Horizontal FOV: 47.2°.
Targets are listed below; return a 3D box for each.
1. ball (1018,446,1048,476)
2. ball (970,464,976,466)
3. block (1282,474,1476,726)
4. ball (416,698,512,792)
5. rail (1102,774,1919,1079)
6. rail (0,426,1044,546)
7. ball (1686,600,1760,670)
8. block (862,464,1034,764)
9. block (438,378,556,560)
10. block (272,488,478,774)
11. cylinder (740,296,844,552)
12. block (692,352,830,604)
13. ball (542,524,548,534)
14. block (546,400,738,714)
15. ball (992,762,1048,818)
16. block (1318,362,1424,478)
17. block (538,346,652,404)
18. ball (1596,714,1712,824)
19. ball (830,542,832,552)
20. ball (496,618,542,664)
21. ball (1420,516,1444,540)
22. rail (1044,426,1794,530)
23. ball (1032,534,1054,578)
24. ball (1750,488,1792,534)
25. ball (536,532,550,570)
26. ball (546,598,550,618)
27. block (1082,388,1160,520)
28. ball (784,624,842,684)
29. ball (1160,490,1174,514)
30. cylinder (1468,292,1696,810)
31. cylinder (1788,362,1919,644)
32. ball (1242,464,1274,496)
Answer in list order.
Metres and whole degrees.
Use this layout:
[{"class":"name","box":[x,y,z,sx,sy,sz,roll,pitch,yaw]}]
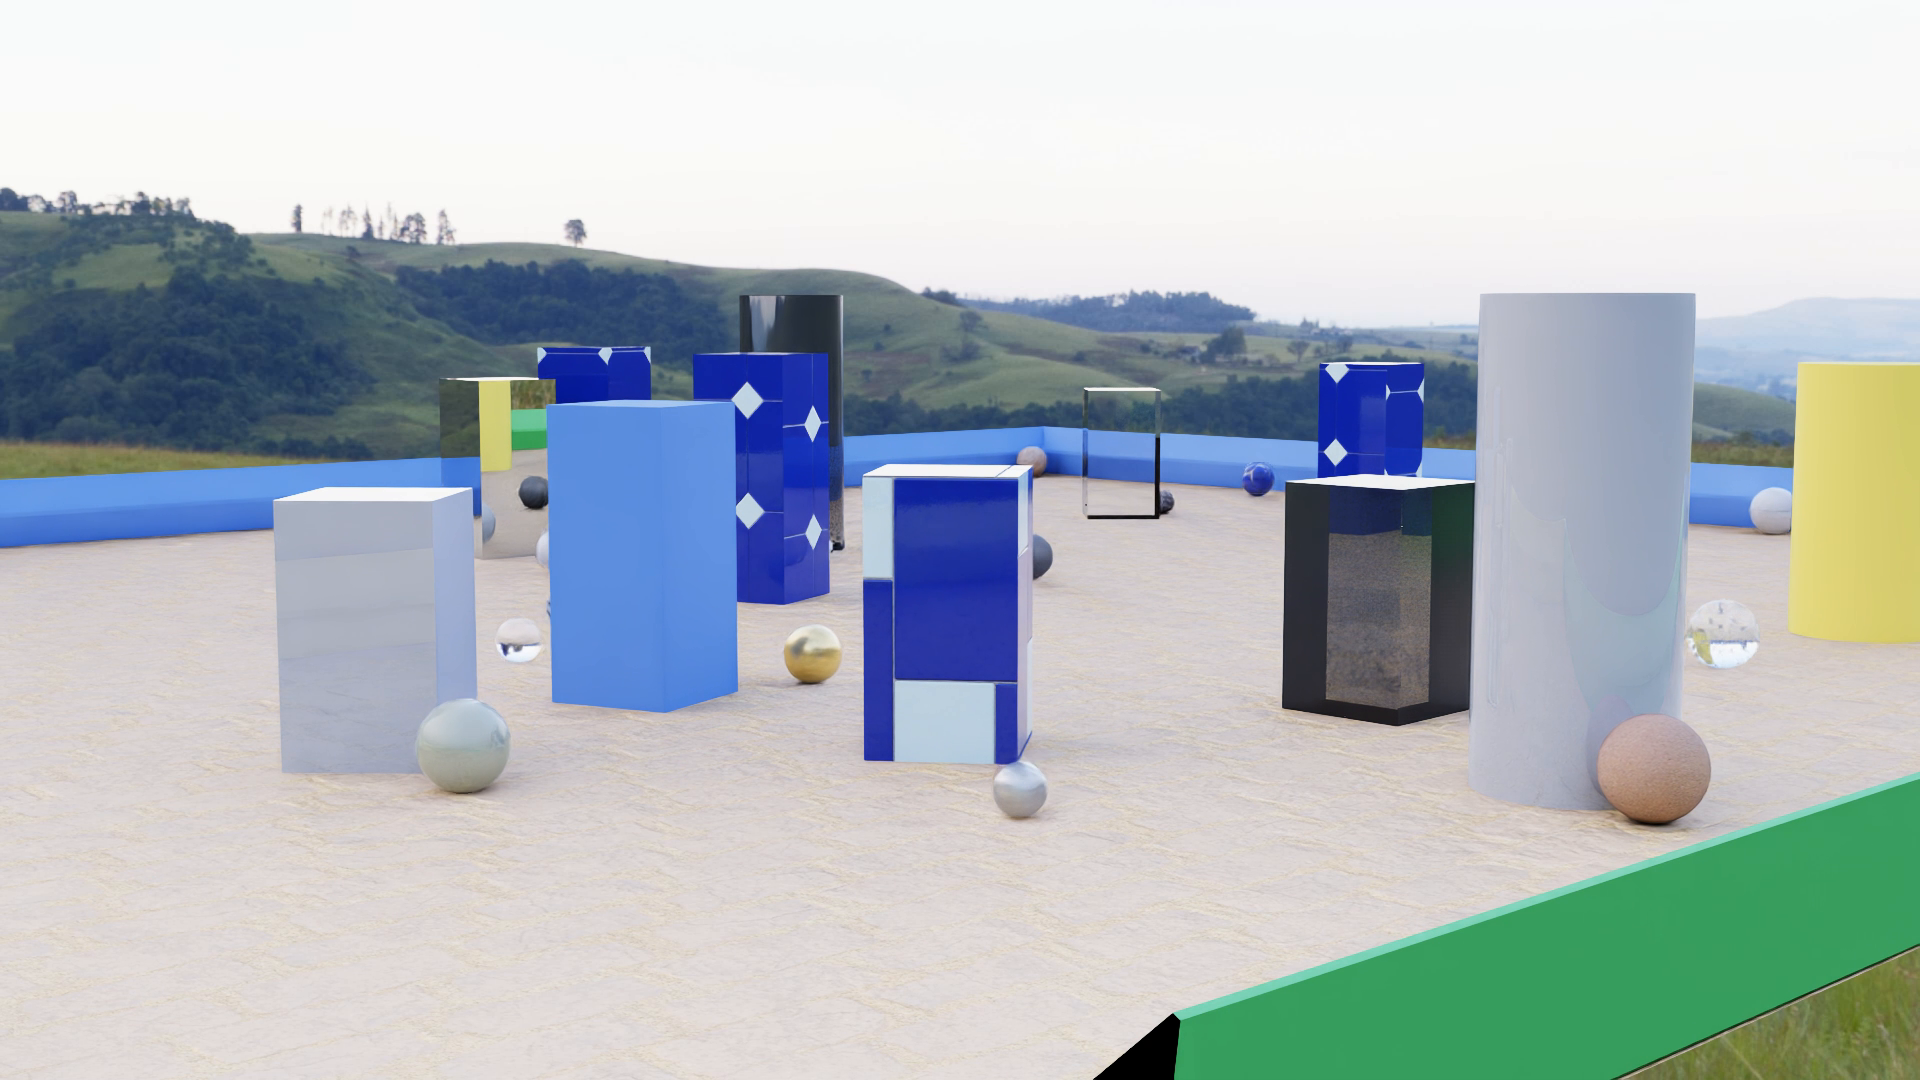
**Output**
[{"class":"ball","box":[0.192,-0.208,5.817,0.082,0.082,0.082,0,6,0]},{"class":"ball","box":[0.035,-0.172,5.650,0.045,0.045,0.045,0,6,0]},{"class":"block","box":[0.467,0.062,2.441,0.152,0.254,0.152,6,8,45]},{"class":"ball","box":[-0.458,0.189,2.030,0.087,0.087,0.087,0,6,0]},{"class":"rail","box":[1.196,0.168,2.043,3.916,0.124,0.045,-6,8,-42]},{"class":"rail","box":[-1.196,-0.104,4.621,3.916,0.124,0.045,-6,8,-42]},{"class":"ball","box":[0.945,0.117,2.720,0.086,0.086,0.086,0,6,0]},{"class":"block","box":[-0.010,0.071,2.222,0.152,0.282,0.152,1,6,7]},{"class":"block","box":[-0.837,-0.134,3.992,0.152,0.317,0.152,-5,8,-40]},{"class":"block","box":[-0.574,0.085,2.174,0.152,0.263,0.152,0,6,2]},{"class":"cylinder","box":[-0.310,-0.217,4.069,0.191,0.467,0.191,0,6,0]},{"class":"block","box":[-0.304,-0.099,3.389,0.152,0.375,0.152,3,7,23]},{"class":"ball","box":[-0.678,0.000,3.805,0.090,0.090,0.090,0,6,0]},{"class":"block","box":[-0.360,0.013,2.510,0.152,0.337,0.152,3,7,26]},{"class":"ball","box":[0.053,0.219,1.929,0.049,0.049,0.049,0,6,0]},{"class":"block","box":[0.832,-0.191,4.459,0.152,0.333,0.152,5,8,40]},{"class":"block","box":[-0.691,-0.180,4.177,0.152,0.371,0.152,3,7,23]},{"class":"ball","box":[0.601,0.198,1.906,0.095,0.095,0.095,0,6,0]},{"class":"ball","box":[-0.249,0.012,3.930,0.041,0.041,0.041,0,6,0]},{"class":"ball","box":[-0.555,0.126,2.764,0.058,0.058,0.058,0,6,0]},{"class":"ball","box":[0.908,-0.023,4.235,0.046,0.046,0.046,0,6,0]},{"class":"rail","box":[1.422,-0.105,4.637,0.045,0.124,3.574,-6,8,-42]},{"class":"ball","box":[0.117,0.027,3.627,0.074,0.074,0.074,0,6,0]},{"class":"ball","box":[1.607,-0.058,4.340,0.093,0.093,0.093,0,6,0]},{"class":"ball","box":[-0.677,0.018,3.708,0.075,0.075,0.075,0,6,0]},{"class":"ball","box":[-0.555,0.095,3.087,0.051,0.051,0.051,0,6,0]},{"class":"block","box":[0.344,-0.187,4.711,0.152,0.272,0.152,0,6,-1]},{"class":"ball","box":[-0.175,0.135,2.618,0.070,0.070,0.070,0,6,0]},{"class":"ball","box":[0.443,-0.083,4.790,0.048,0.048,0.048,0,6,0]},{"class":"cylinder","box":[0.571,0.003,2.026,0.191,0.458,0.191,0,6,0]},{"class":"cylinder","box":[1.241,-0.056,3.009,0.191,0.370,0.191,0,6,0]},{"class":"ball","box":[0.708,-0.143,5.223,0.078,0.078,0.078,0,6,0]}]
